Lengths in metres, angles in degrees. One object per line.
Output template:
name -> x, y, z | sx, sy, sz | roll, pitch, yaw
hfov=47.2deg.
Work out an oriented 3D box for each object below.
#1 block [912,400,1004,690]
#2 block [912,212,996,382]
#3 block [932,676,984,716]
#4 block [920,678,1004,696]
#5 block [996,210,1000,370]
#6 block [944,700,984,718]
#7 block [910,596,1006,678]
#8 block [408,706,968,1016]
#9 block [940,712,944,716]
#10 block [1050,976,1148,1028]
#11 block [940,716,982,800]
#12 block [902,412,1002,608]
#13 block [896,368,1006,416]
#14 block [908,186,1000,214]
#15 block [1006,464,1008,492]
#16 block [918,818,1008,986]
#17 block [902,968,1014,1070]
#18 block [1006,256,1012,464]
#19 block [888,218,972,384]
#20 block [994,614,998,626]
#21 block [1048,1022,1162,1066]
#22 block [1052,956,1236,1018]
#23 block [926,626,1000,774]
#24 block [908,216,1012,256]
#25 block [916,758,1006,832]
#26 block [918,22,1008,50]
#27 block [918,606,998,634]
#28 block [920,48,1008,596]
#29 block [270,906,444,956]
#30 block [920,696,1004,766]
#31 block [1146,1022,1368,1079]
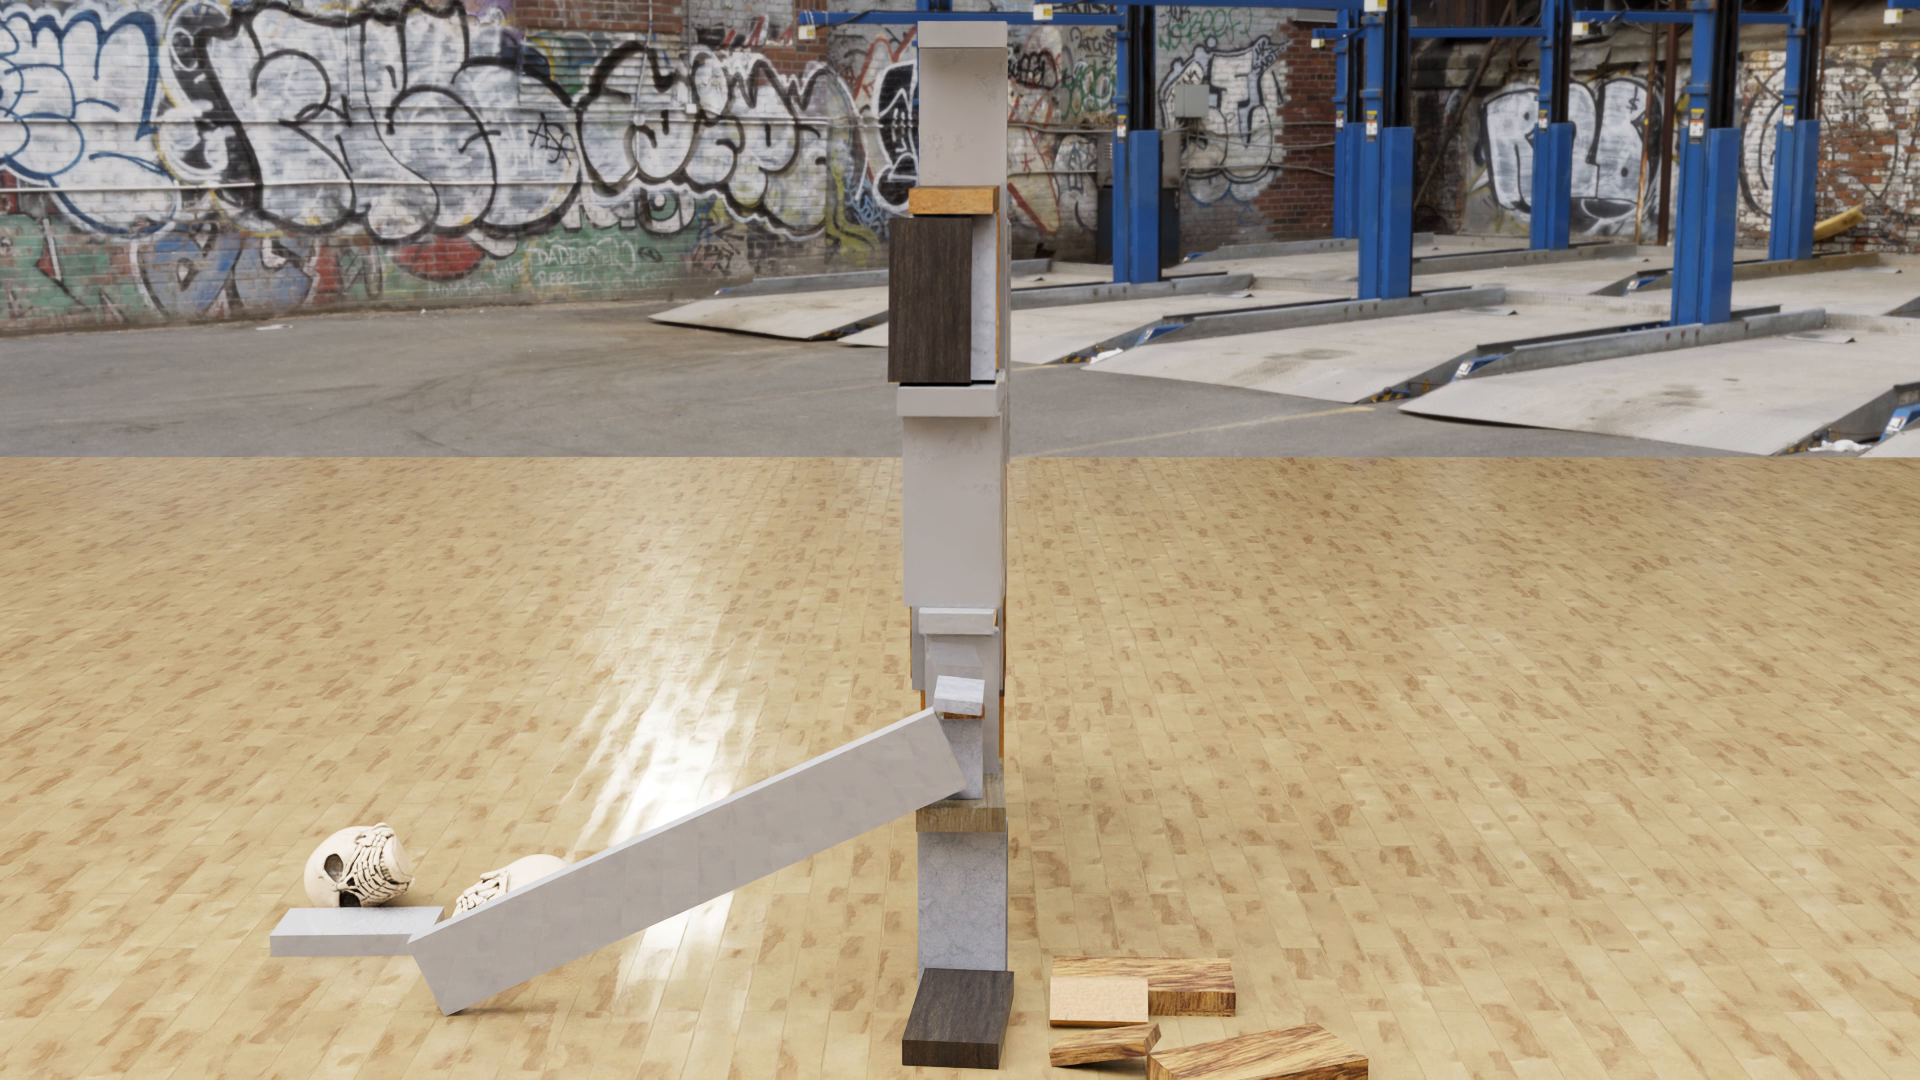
block -> -0.004, 0.007, 3.495 | 0.145, 0.466, 0.041 | 0, 10, 1
block -> -0.008, -0.363, 3.291 | 0.125, 0.249, 0.035 | 0, -1, 2
block -> -0.001, 0.225, 3.193 | 0.069, 0.020, 0.139 | 6, 10, 1
block -> 0.004, 0.224, 3.936 | 0.145, 0.041, 0.291 | 0, 11, 0
block -> -0.001, -0.392, 3.450 | 0.125, 0.249, 0.035 | 0, 0, 2
block -> 0.005, 0.240, 3.235 | 0.059, 0.017, 0.119 | 0, 10, -2
block -> -0.003, 0.072, 3.746 | 0.163, 0.327, 0.046 | 0, 11, 0
block -> -0.389, 0.461, 3.156 | 0.823, 0.122, 0.034 | -24, 11, 1
block -> 0.001, 0.301, 3.283 | 0.059, 0.119, 0.017 | 0, -8, 0
block -> 0.198, 0.660, 3.136 | 0.139, 0.020, 0.069 | 1, 48, 3
block -> 0.002, 0.316, 3.195 | 0.059, 0.119, 0.017 | -1, 6, -4
block -> -0.011, -0.046, 3.295 | 0.145, 0.291, 0.041 | 1, 9, 5
block -> -0.010, -0.227, 3.364 | 0.145, 0.041, 0.291 | 1, 10, 4
block -> -0.007, -0.520, 3.356 | 0.125, 0.035, 0.249 | 1, 10, 3
block -> -0.003, -0.131, 3.819 | 0.163, 0.046, 0.327 | 0, 11, 0
block -> 0.004, 0.537, 3.246 | 0.130, 0.259, 0.037 | 1, 11, 7
block -> 0.000, 0.674, 3.112 | 0.131, 0.037, 0.263 | 1, 11, 6
block -> -0.003, -0.304, 3.670 | 0.174, 0.347, 0.049 | 0, 11, 0
block -> -0.044, -0.353, 3.257 | 0.122, 0.243, 0.034 | 0, -1, 2
block -> 0.004, 0.235, 3.469 | 0.110, 0.263, 0.031 | 0, 10, 1
block -> 0.198, 0.687, 2.992 | 0.139, 0.020, 0.069 | -13, 5, 24
block -> 0.267, 0.653, 3.225 | 0.263, 0.037, 0.131 | 1, 11, 3
block -> 0.003, 0.242, 3.320 | 0.110, 0.220, 0.031 | 0, 11, -2
block -> -0.003, -0.520, 3.747 | 0.174, 0.049, 0.347 | 0, 11, 0
block -> 0.001, 0.379, 3.287 | 0.130, 0.037, 0.259 | 0, 11, 0
block -> 0.004, -0.806, 3.529 | 0.138, 0.039, 0.276 | 0, 10, 0
block -> 0.000, 0.104, 3.372 | 0.110, 0.031, 0.220 | 1, 11, 3
block -> 0.005, -0.341, 3.531 | 0.138, 0.875, 0.039 | 1, 9, 3
block -> -0.942, 0.613, 3.449 | 0.243, 0.034, 0.122 | 0, 11, -2
block -> 0.004, 0.405, 3.871 | 0.145, 0.291, 0.041 | 0, 11, 0
block -> 0.397, 0.707, 2.938 | 0.263, 0.037, 0.131 | -5, 11, -23
